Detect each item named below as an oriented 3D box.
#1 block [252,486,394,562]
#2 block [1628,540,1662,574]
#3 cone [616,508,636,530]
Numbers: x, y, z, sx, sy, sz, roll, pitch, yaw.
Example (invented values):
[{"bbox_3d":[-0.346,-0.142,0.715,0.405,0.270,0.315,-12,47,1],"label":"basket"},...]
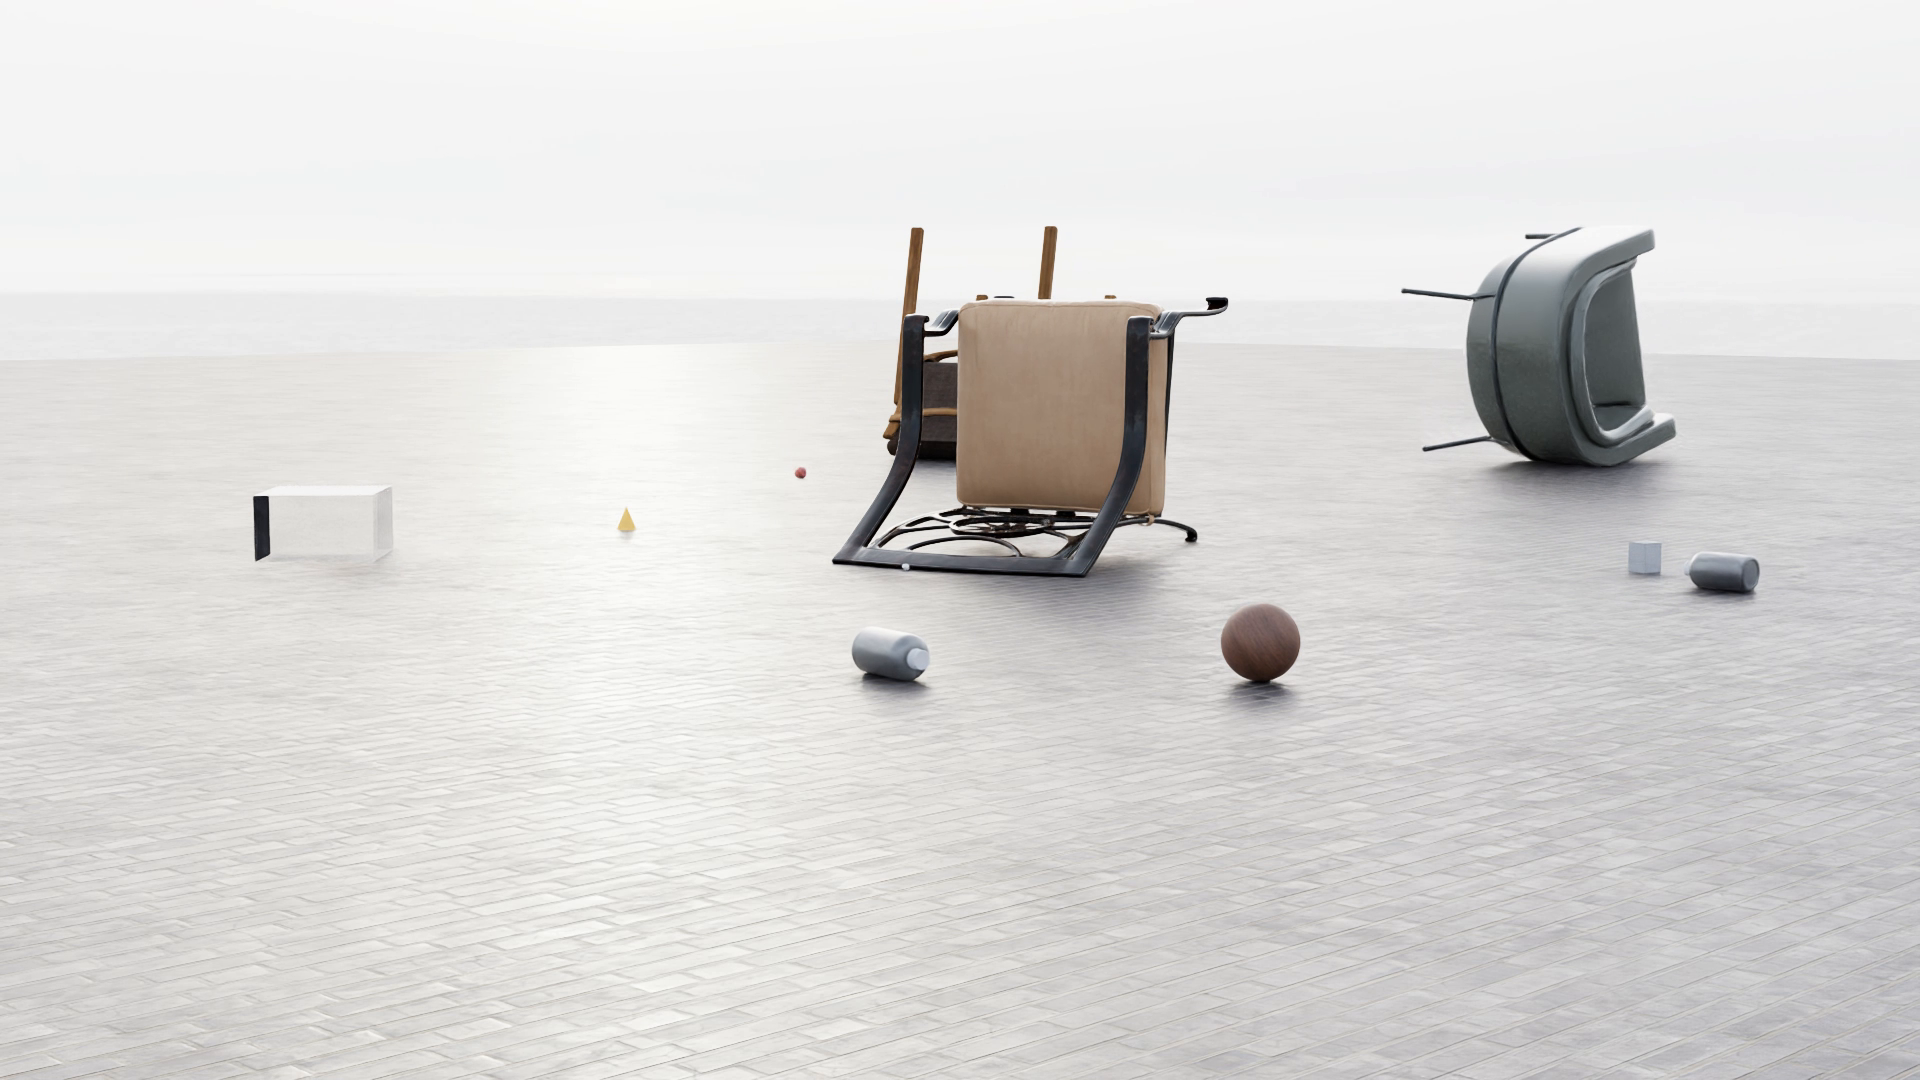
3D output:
[{"bbox_3d":[-1.496,-0.040,6.046,0.271,0.154,0.272,0,6,-3],"label":"block"},{"bbox_3d":[1.529,0.037,5.728,0.054,0.066,0.047,-4,7,-34],"label":"block"},{"bbox_3d":[-0.868,-0.058,6.677,0.051,0.062,0.057,-3,7,-30],"label":"cone"}]
